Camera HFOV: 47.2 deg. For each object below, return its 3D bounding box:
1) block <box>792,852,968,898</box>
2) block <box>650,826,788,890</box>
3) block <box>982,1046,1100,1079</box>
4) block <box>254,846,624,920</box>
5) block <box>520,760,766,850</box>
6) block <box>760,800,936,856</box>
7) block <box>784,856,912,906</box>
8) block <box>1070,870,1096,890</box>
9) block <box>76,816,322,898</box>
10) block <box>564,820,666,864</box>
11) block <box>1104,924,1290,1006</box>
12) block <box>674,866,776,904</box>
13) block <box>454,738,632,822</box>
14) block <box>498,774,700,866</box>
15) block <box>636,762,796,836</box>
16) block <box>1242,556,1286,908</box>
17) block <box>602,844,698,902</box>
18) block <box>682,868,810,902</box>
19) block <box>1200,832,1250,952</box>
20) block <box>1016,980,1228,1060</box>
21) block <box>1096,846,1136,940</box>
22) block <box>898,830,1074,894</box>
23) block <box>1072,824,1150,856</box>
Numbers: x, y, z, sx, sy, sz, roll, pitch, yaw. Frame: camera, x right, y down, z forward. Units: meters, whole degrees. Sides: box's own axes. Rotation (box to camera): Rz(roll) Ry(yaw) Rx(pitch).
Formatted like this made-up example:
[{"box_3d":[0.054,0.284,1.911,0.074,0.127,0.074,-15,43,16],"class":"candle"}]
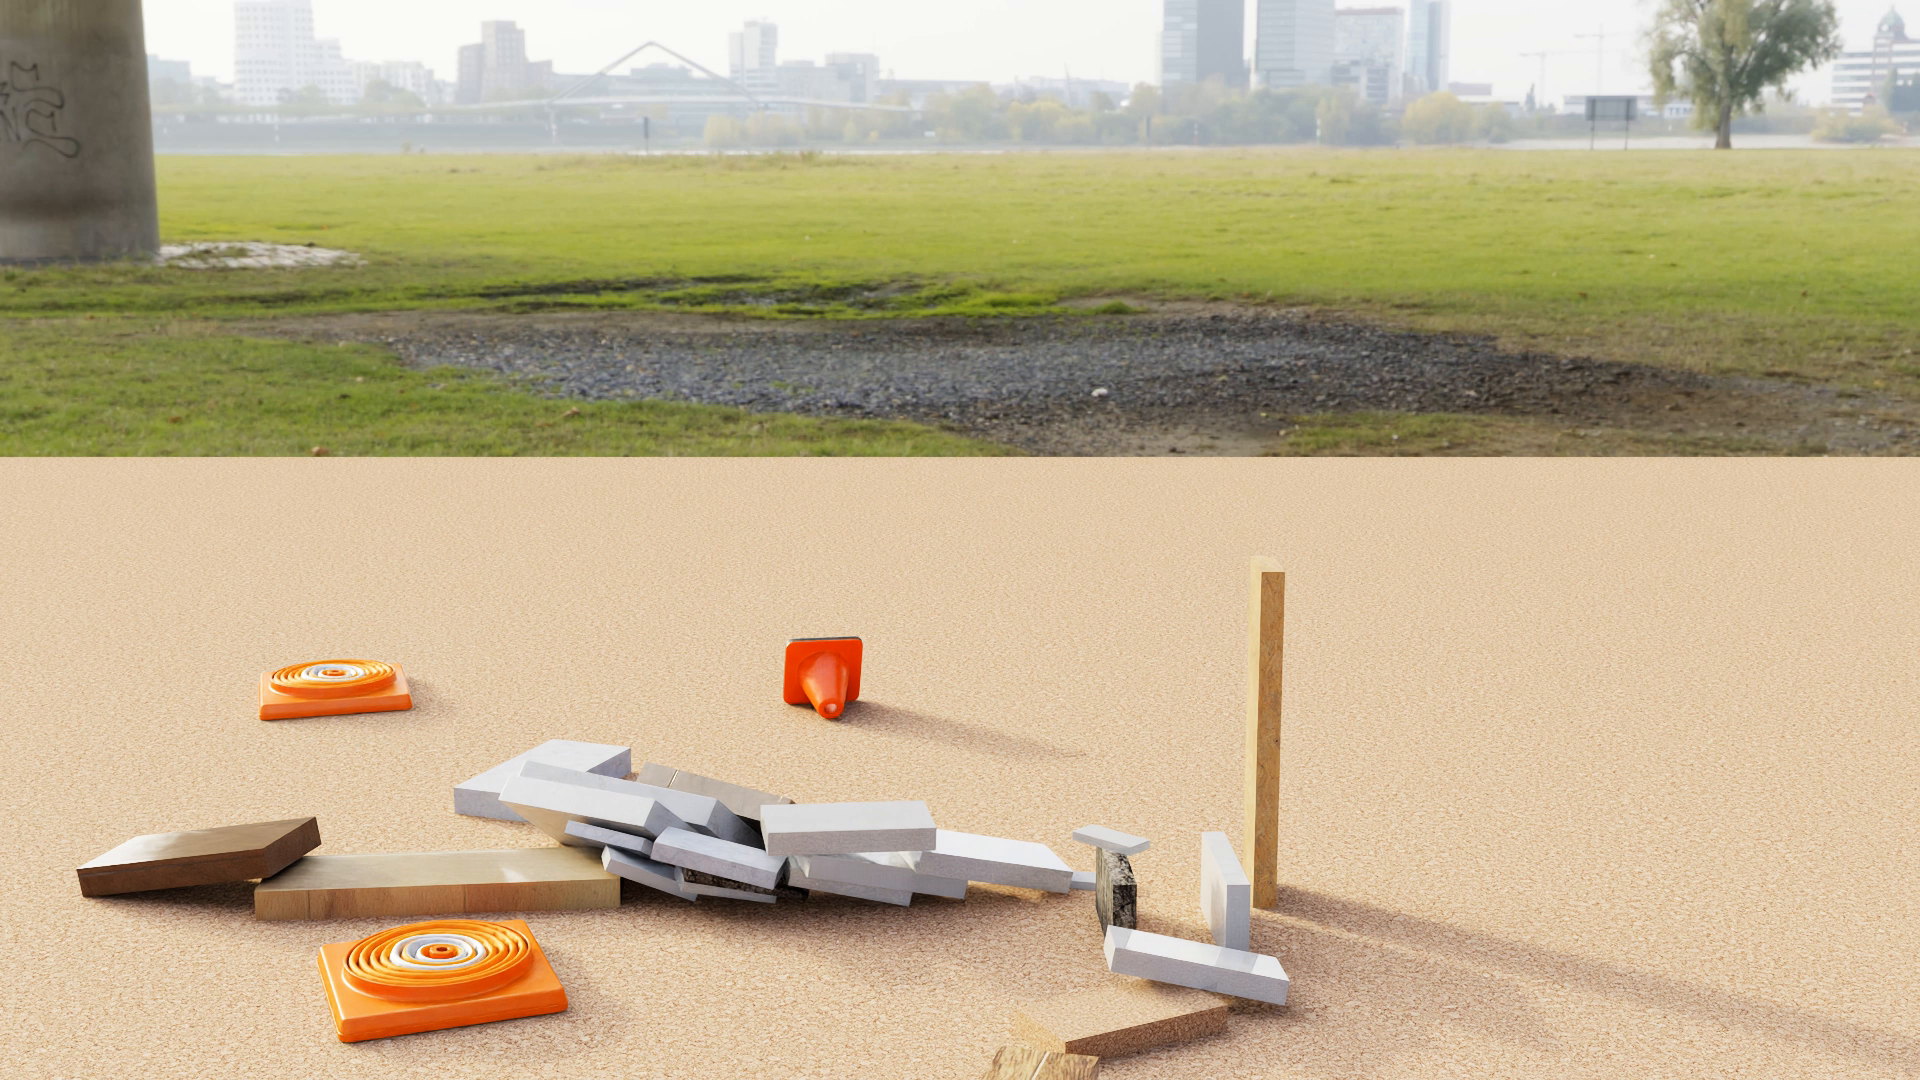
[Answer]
[{"box_3d":[-0.136,0.534,3.637,0.273,0.039,0.136,11,8,-20],"class":"block"},{"box_3d":[-0.391,0.517,3.578,0.204,0.029,0.102,14,8,3],"class":"block"},{"box_3d":[0.086,0.728,2.823,0.134,0.038,0.268,3,11,15],"class":"block"},{"box_3d":[-0.854,0.568,3.654,0.582,0.049,0.174,-1,11,-6],"class":"block"},{"box_3d":[-0.560,0.479,3.849,0.433,0.050,0.177,7,-28,32],"class":"block"},{"box_3d":[-0.184,0.471,3.600,0.273,0.039,0.136,0,12,-10],"class":"block"},{"box_3d":[-0.187,0.557,3.633,0.204,0.029,0.102,12,8,-13],"class":"block"},{"box_3d":[0.228,0.576,3.706,0.101,0.014,0.050,3,11,15],"class":"block"},{"box_3d":[-1.275,0.531,3.691,0.348,0.049,0.174,-8,9,14],"class":"block"},{"box_3d":[-0.576,0.506,3.687,0.158,0.022,0.079,8,-18,28],"class":"block"},{"box_3d":[0.344,0.622,3.224,0.257,0.036,0.128,11,4,-1],"class":"block"},{"box_3d":[-0.387,0.566,3.632,0.158,0.022,0.079,11,8,-19],"class":"block"},{"box_3d":[-0.797,0.460,4.230,0.177,0.050,0.355,4,11,20],"class":"block"},{"box_3d":[-0.609,0.484,3.777,0.348,0.049,0.174,4,-29,36],"class":"block"},{"box_3d":[-0.387,0.480,3.841,0.355,0.050,0.177,8,-27,38],"class":"block"},{"box_3d":[0.499,0.314,3.617,0.038,0.561,0.134,0,11,0],"class":"block"},{"box_3d":[-0.513,0.551,3.644,0.158,0.022,0.079,22,4,-17],"class":"block"},{"box_3d":[-0.354,0.548,3.624,0.204,0.029,0.102,11,8,-13],"class":"block"},{"box_3d":[0.417,0.562,3.469,0.036,0.128,0.256,0,11,-2],"class":"block"},{"box_3d":[0.228,0.676,3.102,0.268,0.038,0.134,-6,12,-28],"class":"block"},{"box_3d":[0.245,0.562,3.470,0.036,0.128,0.257,0,11,-2],"class":"block"},{"box_3d":[0.037,0.532,3.673,0.273,0.039,0.136,11,8,-21],"class":"block"},{"box_3d":[0.242,0.480,3.520,0.119,0.014,0.050,10,14,42],"class":"block"}]
